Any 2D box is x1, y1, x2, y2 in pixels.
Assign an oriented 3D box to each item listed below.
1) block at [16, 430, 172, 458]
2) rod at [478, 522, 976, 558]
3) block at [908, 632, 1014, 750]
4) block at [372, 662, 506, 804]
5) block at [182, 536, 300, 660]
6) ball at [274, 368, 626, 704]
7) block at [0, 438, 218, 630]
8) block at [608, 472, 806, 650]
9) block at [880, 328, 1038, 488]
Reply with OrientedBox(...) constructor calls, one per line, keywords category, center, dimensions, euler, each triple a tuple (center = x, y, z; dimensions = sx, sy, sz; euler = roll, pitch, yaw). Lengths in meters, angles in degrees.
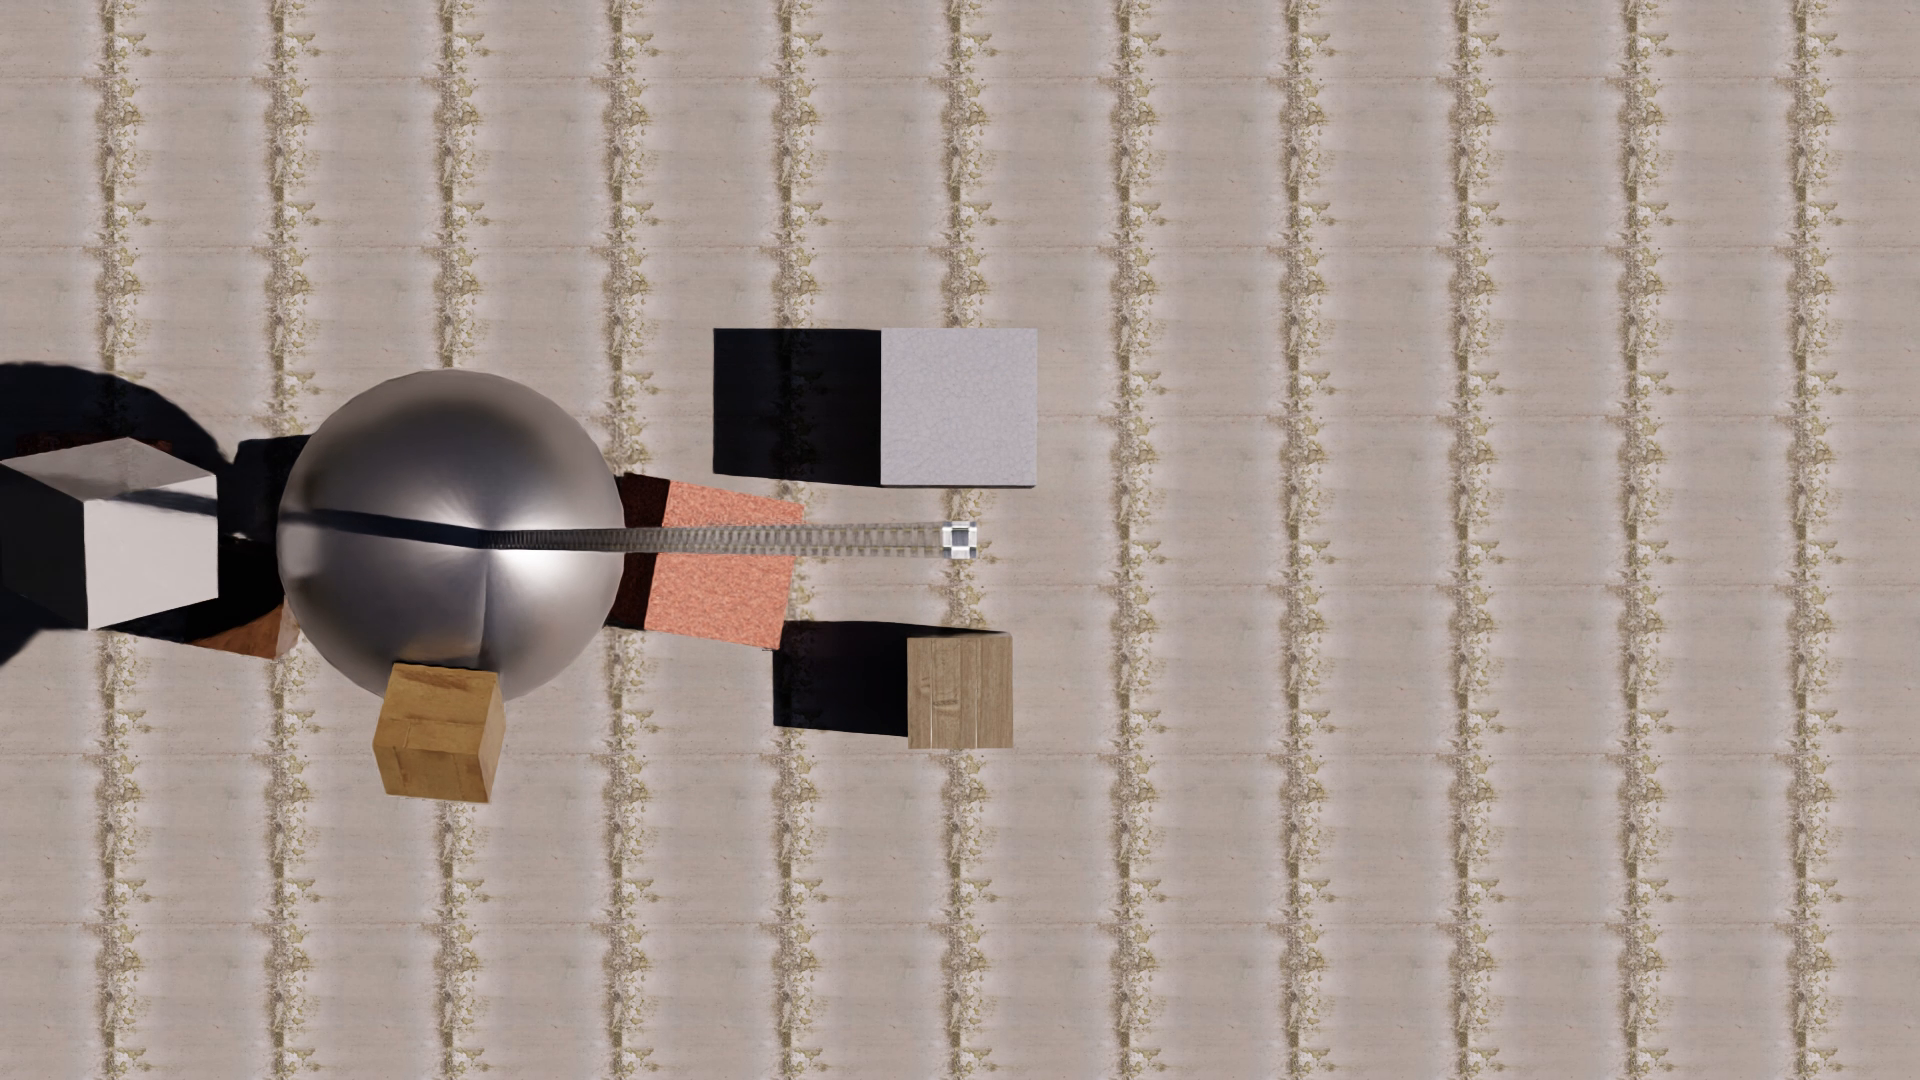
OrientedBox(category="block", center=(-4.919, -0.269, 12.482), dimensions=(0.647, 0.661, 0.624), euler=(5, 95, -3))
OrientedBox(category="rod", center=(-1.027, 0.000, 7.168), dimensions=(0.080, 5.200, 0.080), euler=(0, 90, -23))
OrientedBox(category="block", center=(0.002, 0.856, 12.642), dimensions=(0.588, 0.717, 0.619), euler=(0, 90, 0))
OrientedBox(category="block", center=(-2.296, 0.857, 9.737), dimensions=(0.456, 0.424, 0.422), euler=(5, 54, -1))
OrientedBox(category="block", center=(-4.079, 0.324, 12.615), dimensions=(0.514, 0.535, 0.566), euler=(10, 95, -4))
OrientedBox(category="ball", center=(-2.370, 0.000, 10.292), dimensions=(1.600, 1.600, 1.600), euler=(0, 90, 0))
OrientedBox(category="block", center=(-3.899, -0.044, 10.082), dimensions=(0.703, 0.659, 0.600), euler=(19, 113, 34))
OrientedBox(category="block", center=(-1.471, 0.109, 12.445), dimensions=(0.796, 0.845, 0.822), euler=(10, 90, -26))
OrientedBox(category="block", center=(-0.005, -0.735, 12.550), dimensions=(0.858, 0.901, 0.863), euler=(0, 90, 0))
